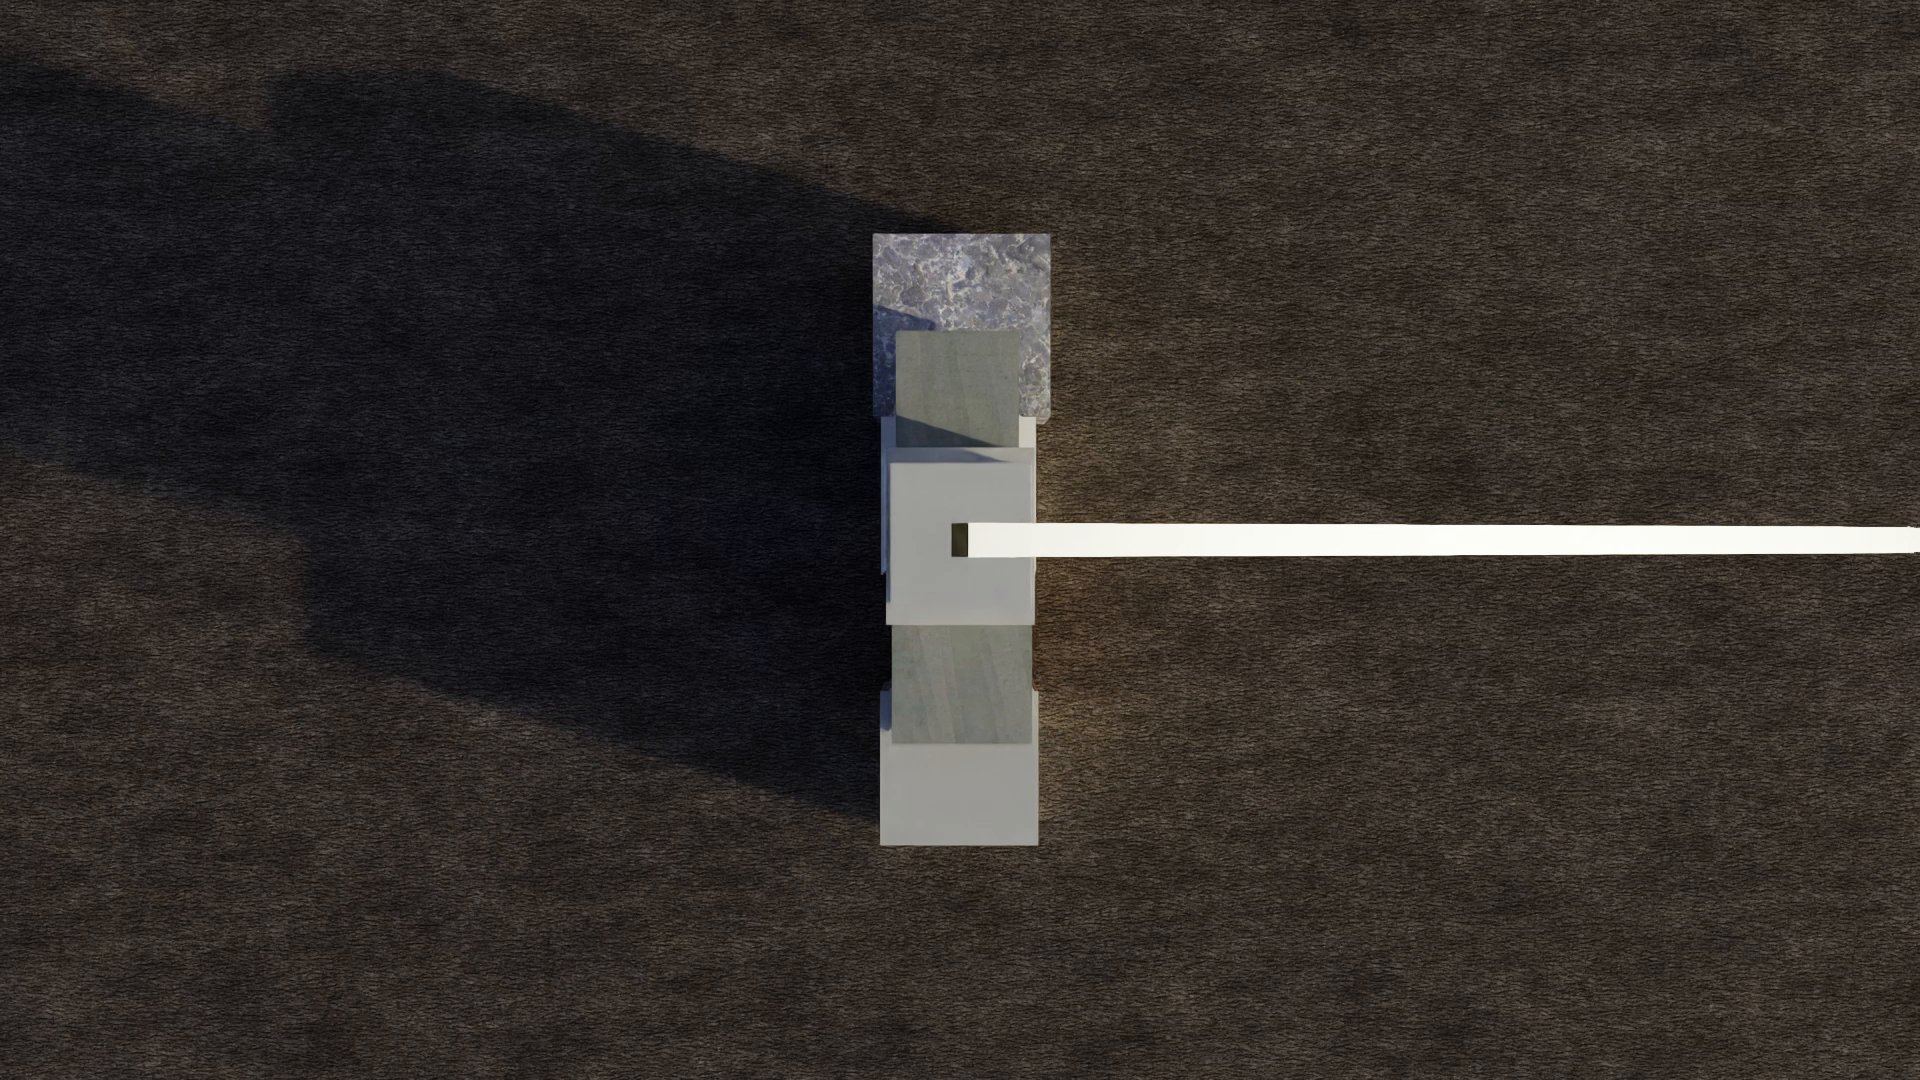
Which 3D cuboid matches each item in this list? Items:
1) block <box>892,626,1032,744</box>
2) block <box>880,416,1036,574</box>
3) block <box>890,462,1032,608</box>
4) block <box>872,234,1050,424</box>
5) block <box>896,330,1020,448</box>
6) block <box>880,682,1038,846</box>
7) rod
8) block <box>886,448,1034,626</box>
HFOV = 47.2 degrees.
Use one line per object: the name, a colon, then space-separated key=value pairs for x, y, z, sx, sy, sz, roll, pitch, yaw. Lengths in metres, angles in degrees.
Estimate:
block: x=0.011 y=0.710 z=11.765 sx=0.724 sy=0.835 sz=0.702 roll=0 pitch=89 yaw=0
block: x=-0.008 y=-0.242 z=12.519 sx=0.850 sy=0.962 sz=0.866 roll=0 pitch=90 yaw=0
block: x=0.004 y=-0.018 z=10.267 sx=0.638 sy=0.585 sz=0.656 roll=0 pitch=89 yaw=0
block: x=0.009 y=-1.188 z=12.572 sx=0.981 sy=0.856 sz=1.007 roll=0 pitch=90 yaw=0
block: x=-0.013 y=-0.737 z=11.703 sx=0.636 sy=0.672 sz=0.679 roll=0 pitch=89 yaw=0
block: x=-0.004 y=1.265 z=12.590 sx=0.876 sy=0.820 sz=0.854 roll=0 pitch=90 yaw=0
rod: x=2.234 y=0.000 z=6.507 sx=5.200 sy=0.080 sz=0.080 roll=0 pitch=90 yaw=-31
block: x=0.002 y=-0.014 z=10.958 sx=0.714 sy=0.799 sz=0.852 roll=0 pitch=89 yaw=0
